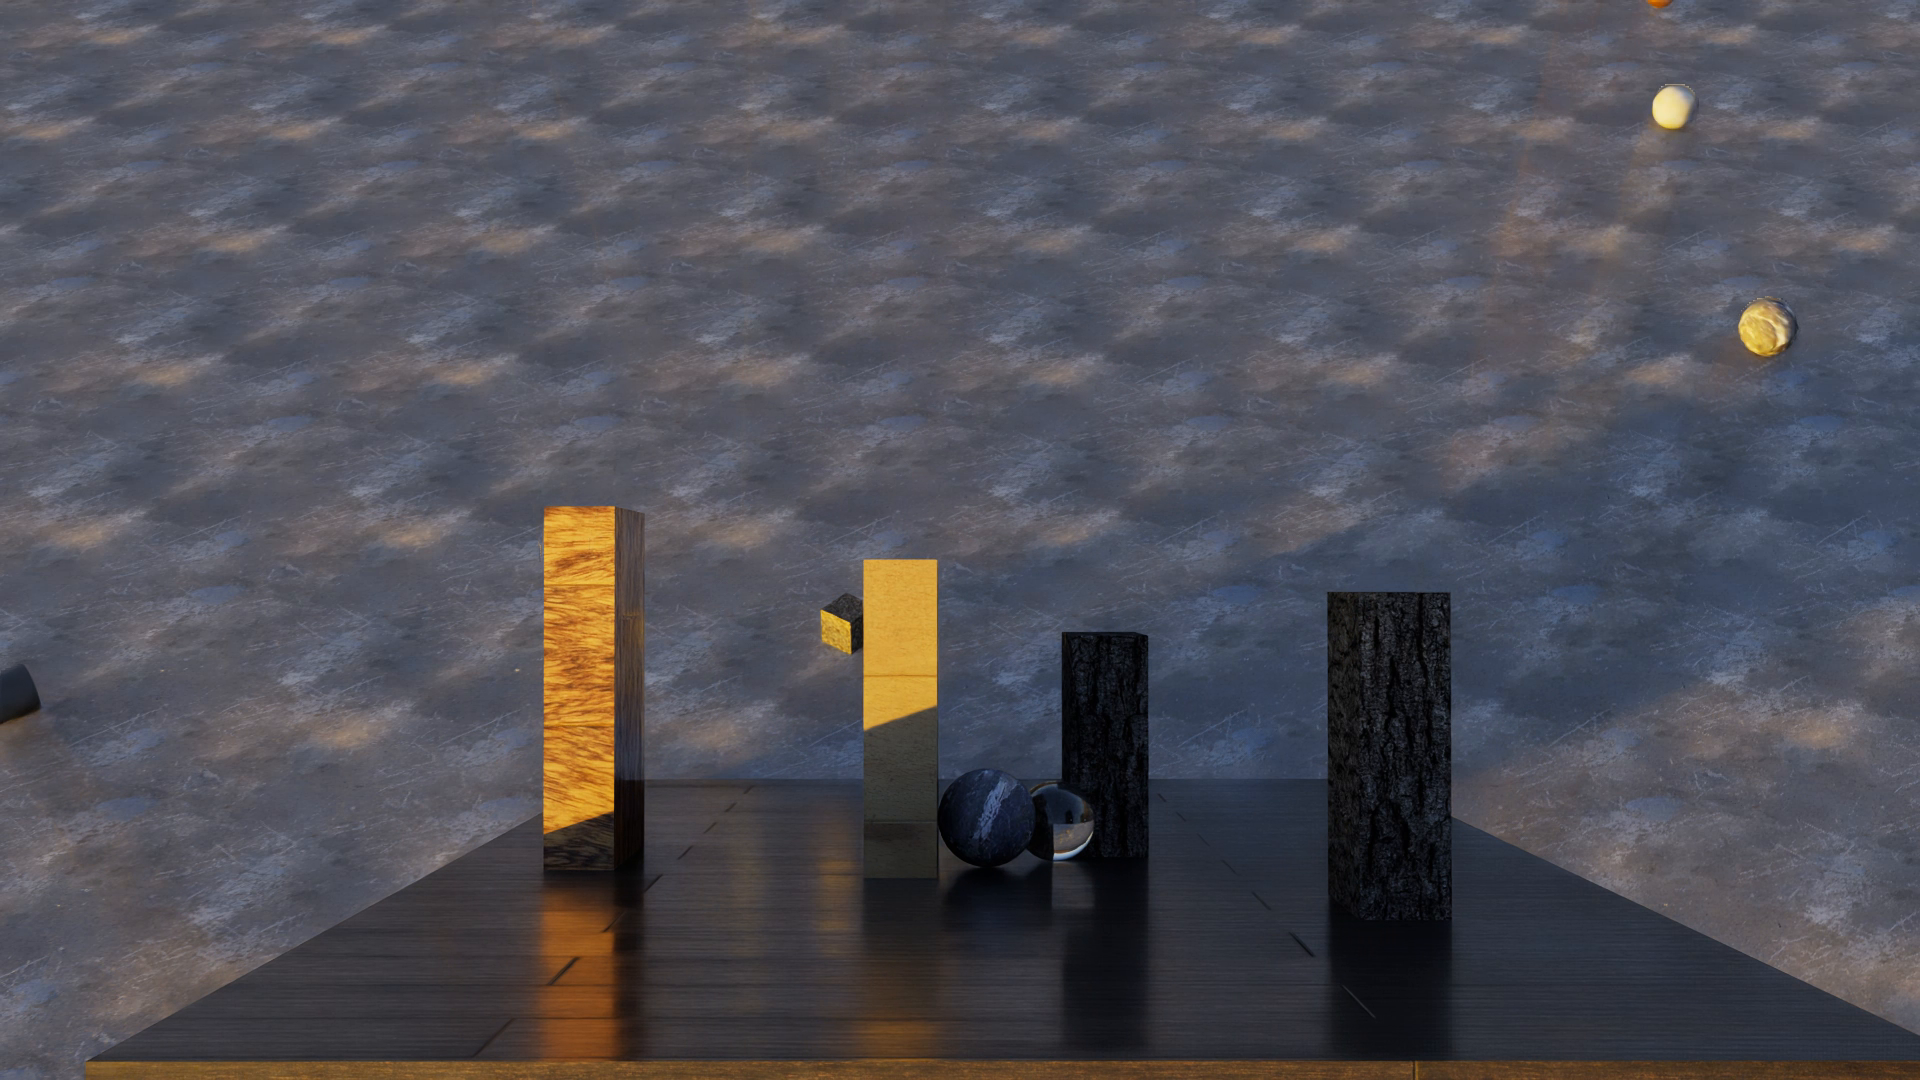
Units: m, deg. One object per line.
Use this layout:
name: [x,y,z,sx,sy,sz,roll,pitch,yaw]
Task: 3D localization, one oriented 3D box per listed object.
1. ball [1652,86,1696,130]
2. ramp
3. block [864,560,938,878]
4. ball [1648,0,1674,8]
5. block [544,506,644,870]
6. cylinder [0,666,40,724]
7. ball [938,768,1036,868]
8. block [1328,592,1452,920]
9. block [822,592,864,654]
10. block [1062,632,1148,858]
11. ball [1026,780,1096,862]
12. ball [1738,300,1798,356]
ball: [2.864,-1.734,10.400,0.173,0.173,0.173,0,33,0]
ramp: [0.073,0.637,4.746,2.000,0.100,4.000,0,-1,0]
block: [-0.103,0.311,4.641,0.127,0.548,0.344,0,-1,0]
ball: [3.114,-2.435,11.520,0.138,0.138,0.138,0,33,0]
block: [-0.675,0.266,4.818,0.125,0.644,0.443,0,-1,0]
cylinder: [-2.601,0.427,7.083,0.130,0.130,0.130,-21,38,-29]
ball: [0.048,0.497,4.641,0.176,0.176,0.176,0,33,0]
block: [0.671,0.329,4.075,0.139,0.493,0.332,0,-1,0]
block: [-0.318,0.238,7.395,0.109,0.109,0.109,23,39,32]
block: [0.277,0.386,5.006,0.145,0.411,0.393,0,-1,0]
ball: [0.174,0.514,4.741,0.147,0.147,0.147,0,33,0]
ball: [2.746,-0.722,8.810,0.191,0.191,0.191,0,33,0]
